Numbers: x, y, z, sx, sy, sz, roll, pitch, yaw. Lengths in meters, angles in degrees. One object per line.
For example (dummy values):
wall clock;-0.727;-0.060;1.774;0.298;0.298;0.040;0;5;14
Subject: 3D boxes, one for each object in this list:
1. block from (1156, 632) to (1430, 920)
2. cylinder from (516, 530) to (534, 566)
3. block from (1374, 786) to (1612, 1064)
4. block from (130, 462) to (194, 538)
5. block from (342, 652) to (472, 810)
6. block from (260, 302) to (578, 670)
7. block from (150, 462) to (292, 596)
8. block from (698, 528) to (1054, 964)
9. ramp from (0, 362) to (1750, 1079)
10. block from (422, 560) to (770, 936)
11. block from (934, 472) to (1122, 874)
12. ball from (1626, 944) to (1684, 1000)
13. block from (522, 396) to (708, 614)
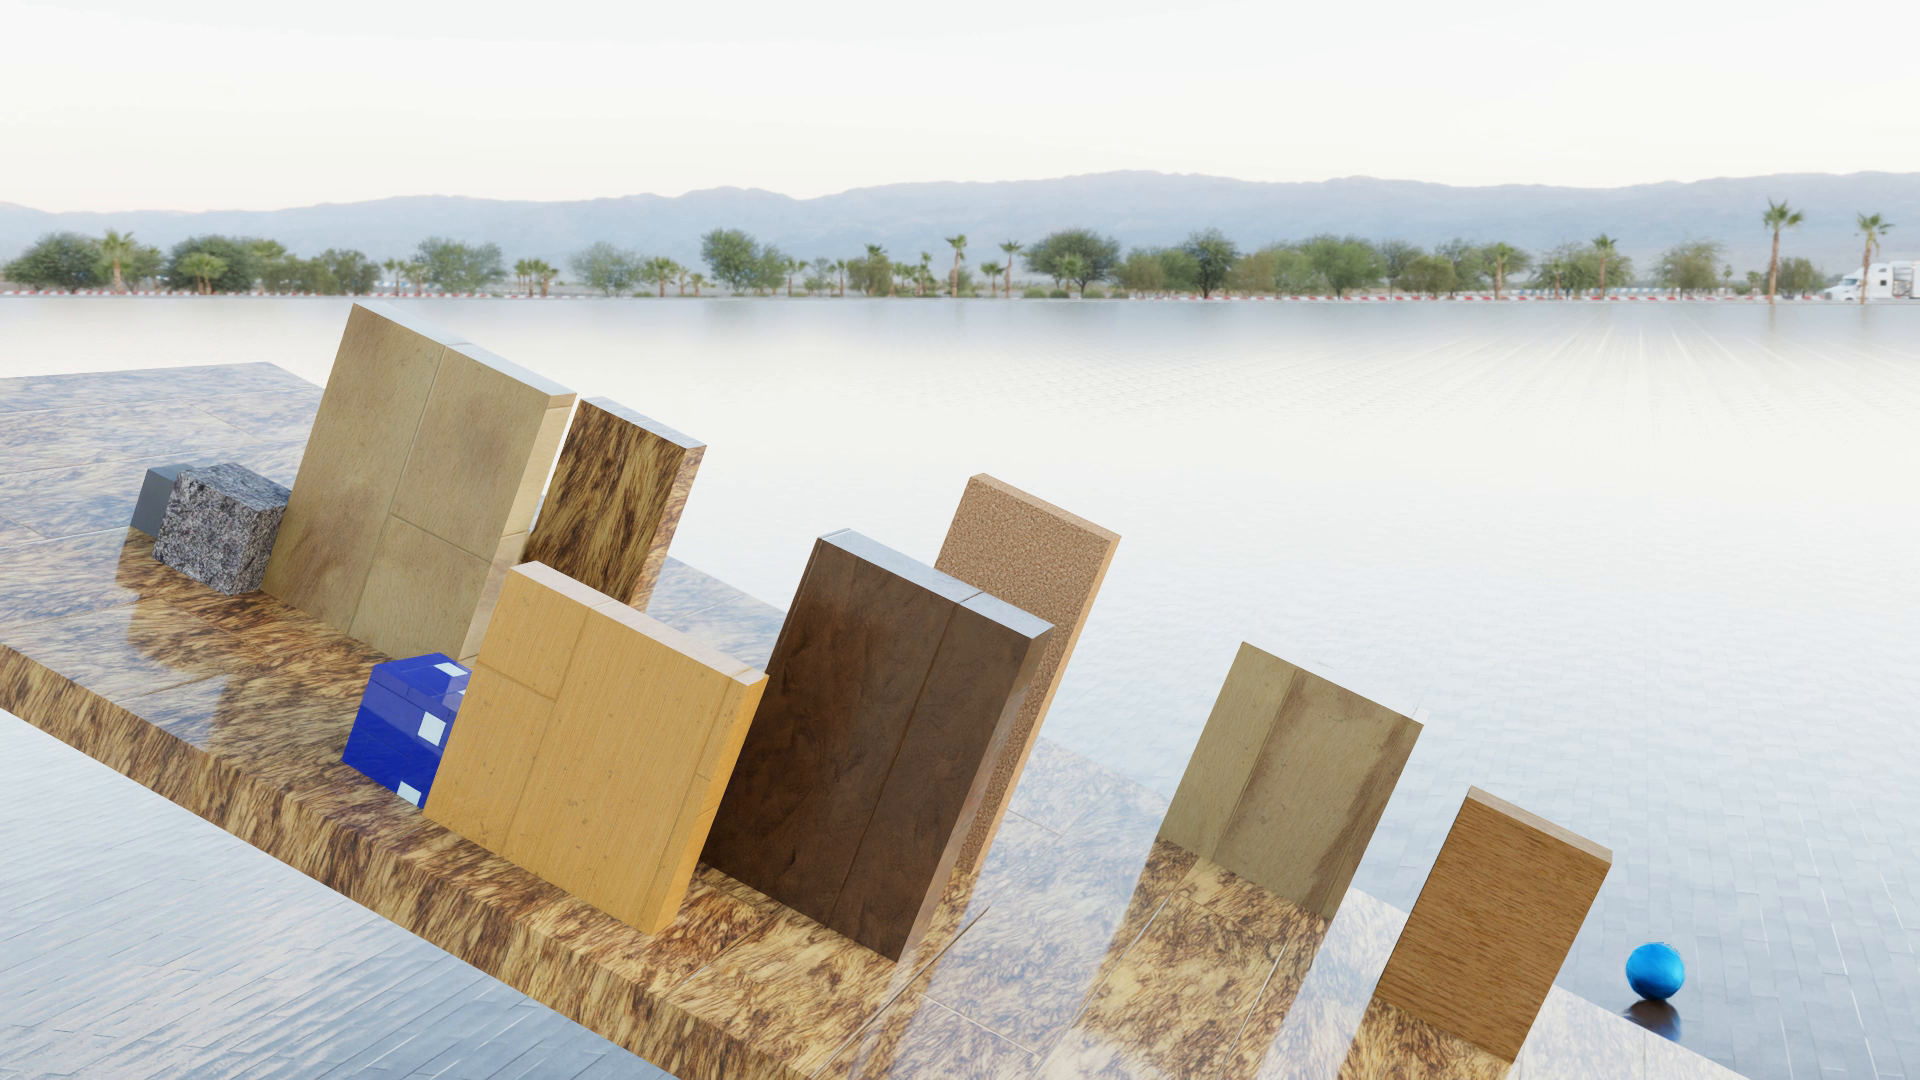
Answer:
block;0.711;0.500;4.701;0.411;0.468;0.140;25;13;13
cylinder;-0.979;0.014;4.661;0.129;0.129;0.129;28;11;7
block;1.035;0.747;4.280;0.292;0.445;0.102;25;13;13
block;-1.478;-0.064;4.184;0.117;0.117;0.117;25;13;11
block;-0.857;0.307;3.569;0.173;0.173;0.173;26;14;19
block;-0.998;-0.087;4.034;0.424;0.576;0.102;25;13;13
block;-1.354;-0.022;4.087;0.174;0.174;0.174;25;14;11
block;-0.147;0.337;3.660;0.392;0.597;0.141;25;13;13
ramp;-0.301;0.530;4.191;4.000;0.100;2.000;25;13;13
block;-0.569;0.320;3.408;0.424;0.432;0.087;25;13;13
block;0.032;0.250;4.102;0.287;0.689;0.088;25;13;13
ball;1.775;1.103;5.618;0.144;0.144;0.144;0;7;0
block;-0.737;-0.050;4.629;0.258;0.435;0.106;25;13;13
